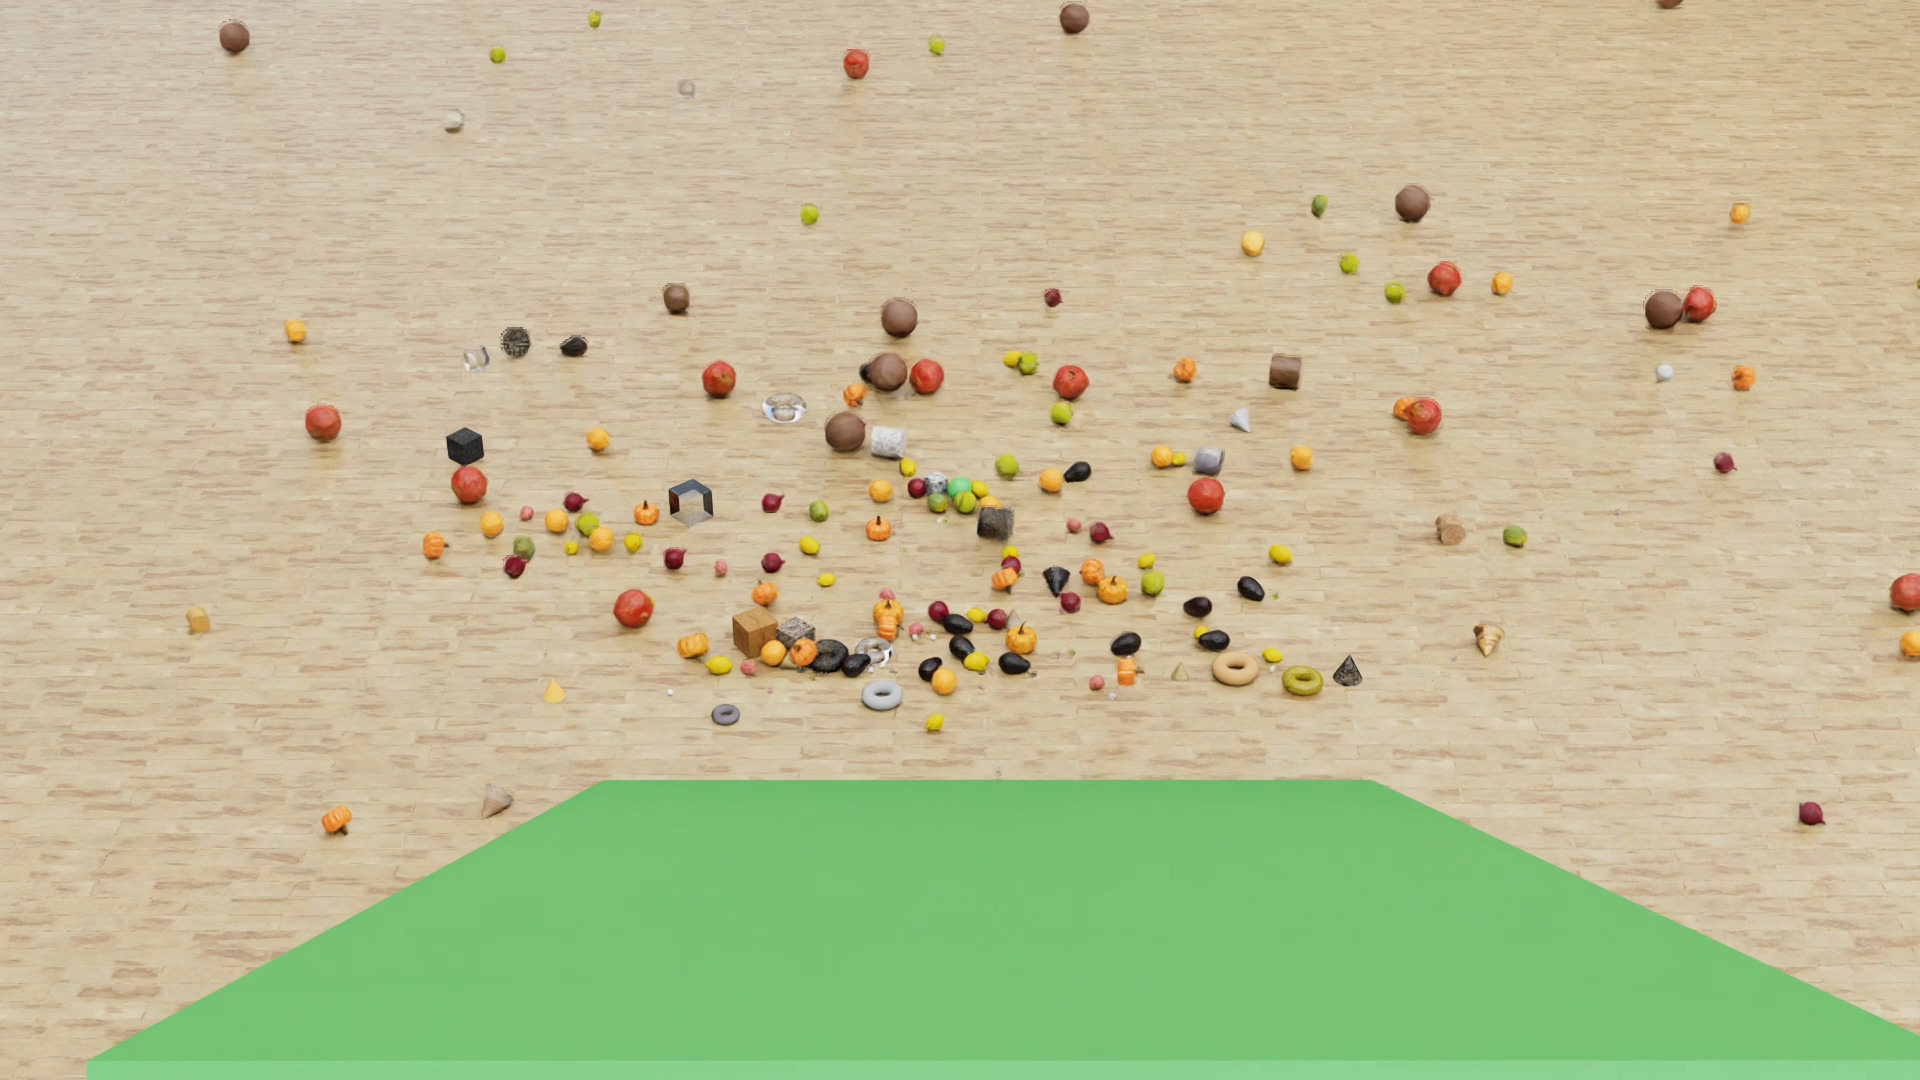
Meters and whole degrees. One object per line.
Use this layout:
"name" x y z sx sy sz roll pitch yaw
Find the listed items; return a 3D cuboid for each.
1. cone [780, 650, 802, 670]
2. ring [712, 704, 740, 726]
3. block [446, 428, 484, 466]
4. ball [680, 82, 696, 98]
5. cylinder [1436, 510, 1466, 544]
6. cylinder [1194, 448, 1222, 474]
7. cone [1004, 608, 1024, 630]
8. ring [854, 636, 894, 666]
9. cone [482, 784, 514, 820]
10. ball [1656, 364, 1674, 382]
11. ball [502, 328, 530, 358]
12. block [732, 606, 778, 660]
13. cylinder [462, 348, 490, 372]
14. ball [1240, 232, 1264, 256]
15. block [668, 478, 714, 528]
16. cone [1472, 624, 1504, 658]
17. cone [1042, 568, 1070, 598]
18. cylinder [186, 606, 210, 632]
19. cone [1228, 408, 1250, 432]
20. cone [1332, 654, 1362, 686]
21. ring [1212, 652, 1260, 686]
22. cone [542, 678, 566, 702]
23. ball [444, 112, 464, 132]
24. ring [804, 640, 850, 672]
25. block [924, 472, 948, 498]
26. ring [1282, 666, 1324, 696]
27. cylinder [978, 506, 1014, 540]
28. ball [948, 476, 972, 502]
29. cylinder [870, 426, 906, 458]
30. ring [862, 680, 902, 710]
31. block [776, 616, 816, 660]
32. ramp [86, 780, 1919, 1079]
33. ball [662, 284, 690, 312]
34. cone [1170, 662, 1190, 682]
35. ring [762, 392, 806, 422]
"cone" -0.468 0.349 7.302 0.060 0.060 0.060 30 36 -1
"ring" -0.642 0.478 7.105 0.078 0.026 0.078 0 34 0
"block" -1.575 -0.297 8.254 0.080 0.080 0.080 25 40 33
"ball" -1.122 -1.853 10.676 0.066 0.066 0.066 0 33 0
"cylinder" 1.486 -0.036 7.856 0.075 0.075 0.075 -4 43 -6
"cylinder" 0.783 -0.248 8.182 0.077 0.077 0.077 9 34 14
"cone" 0.153 0.220 7.474 0.058 0.058 0.058 0 33 0
"ring" -0.244 0.314 7.348 0.112 0.037 0.112 -1 34 1
"cone" -1.224 0.695 6.757 0.087 0.087 0.087 18 64 25
"ball" 2.360 -0.560 8.680 0.060 0.060 0.060 0 33 0
"ball" -1.509 -0.670 8.816 0.096 0.096 0.096 0 33 0
"block" -0.581 0.264 7.372 0.096 0.096 0.096 -19 38 -27
"cylinder" -1.630 -0.606 8.742 0.068 0.068 0.068 -19 38 -27
"ball" 1.069 -1.084 9.466 0.087 0.087 0.087 0 33 0
"block" -0.826 -0.114 7.958 0.095 0.095 0.095 -26 41 -34
"cone" 1.498 0.299 7.369 0.090 0.090 0.090 7 60 11
"cone" 0.283 0.137 7.623 0.083 0.083 0.083 2 60 2
"cylinder" -2.194 0.229 7.464 0.055 0.055 0.055 -17 39 -24
"cone" 0.923 -0.375 8.417 0.078 0.078 0.078 -19 64 -26
"cone" 1.087 0.352 7.248 0.083 0.083 0.083 0 33 0
"ring" 0.773 0.360 7.272 0.134 0.045 0.134 -1 34 1
"cone" -1.127 0.406 7.183 0.063 0.063 0.063 0 33 0
"ball" -2.029 -1.675 10.387 0.081 0.081 0.081 0 33 0
"ring" -0.378 0.327 7.322 0.131 0.044 0.131 -3 34 2
"block" -0.075 -0.172 8.084 0.055 0.055 0.055 -19 37 -27
"ring" 0.955 0.392 7.227 0.117 0.039 0.117 1 33 -1
"cylinder" 0.108 -0.050 7.862 0.091 0.091 0.091 8 34 12
"ball" -0.001 -0.158 8.042 0.077 0.077 0.077 0 33 0
"cylinder" -0.228 -0.309 8.261 0.094 0.094 0.094 6 33 10
"ring" -0.215 0.429 7.170 0.115 0.038 0.115 -1 34 0
"block" -0.466 0.281 7.361 0.079 0.079 0.079 25 41 34
"ramp" 0.073 0.638 4.749 2.000 0.100 4.000 0 -1 0
"ball" -0.993 -0.847 9.092 0.096 0.096 0.096 0 33 0
"cone" 0.617 0.361 7.262 0.052 0.052 0.052 0 33 0
"ring" -0.575 -0.433 8.495 0.147 0.049 0.147 1 34 0
